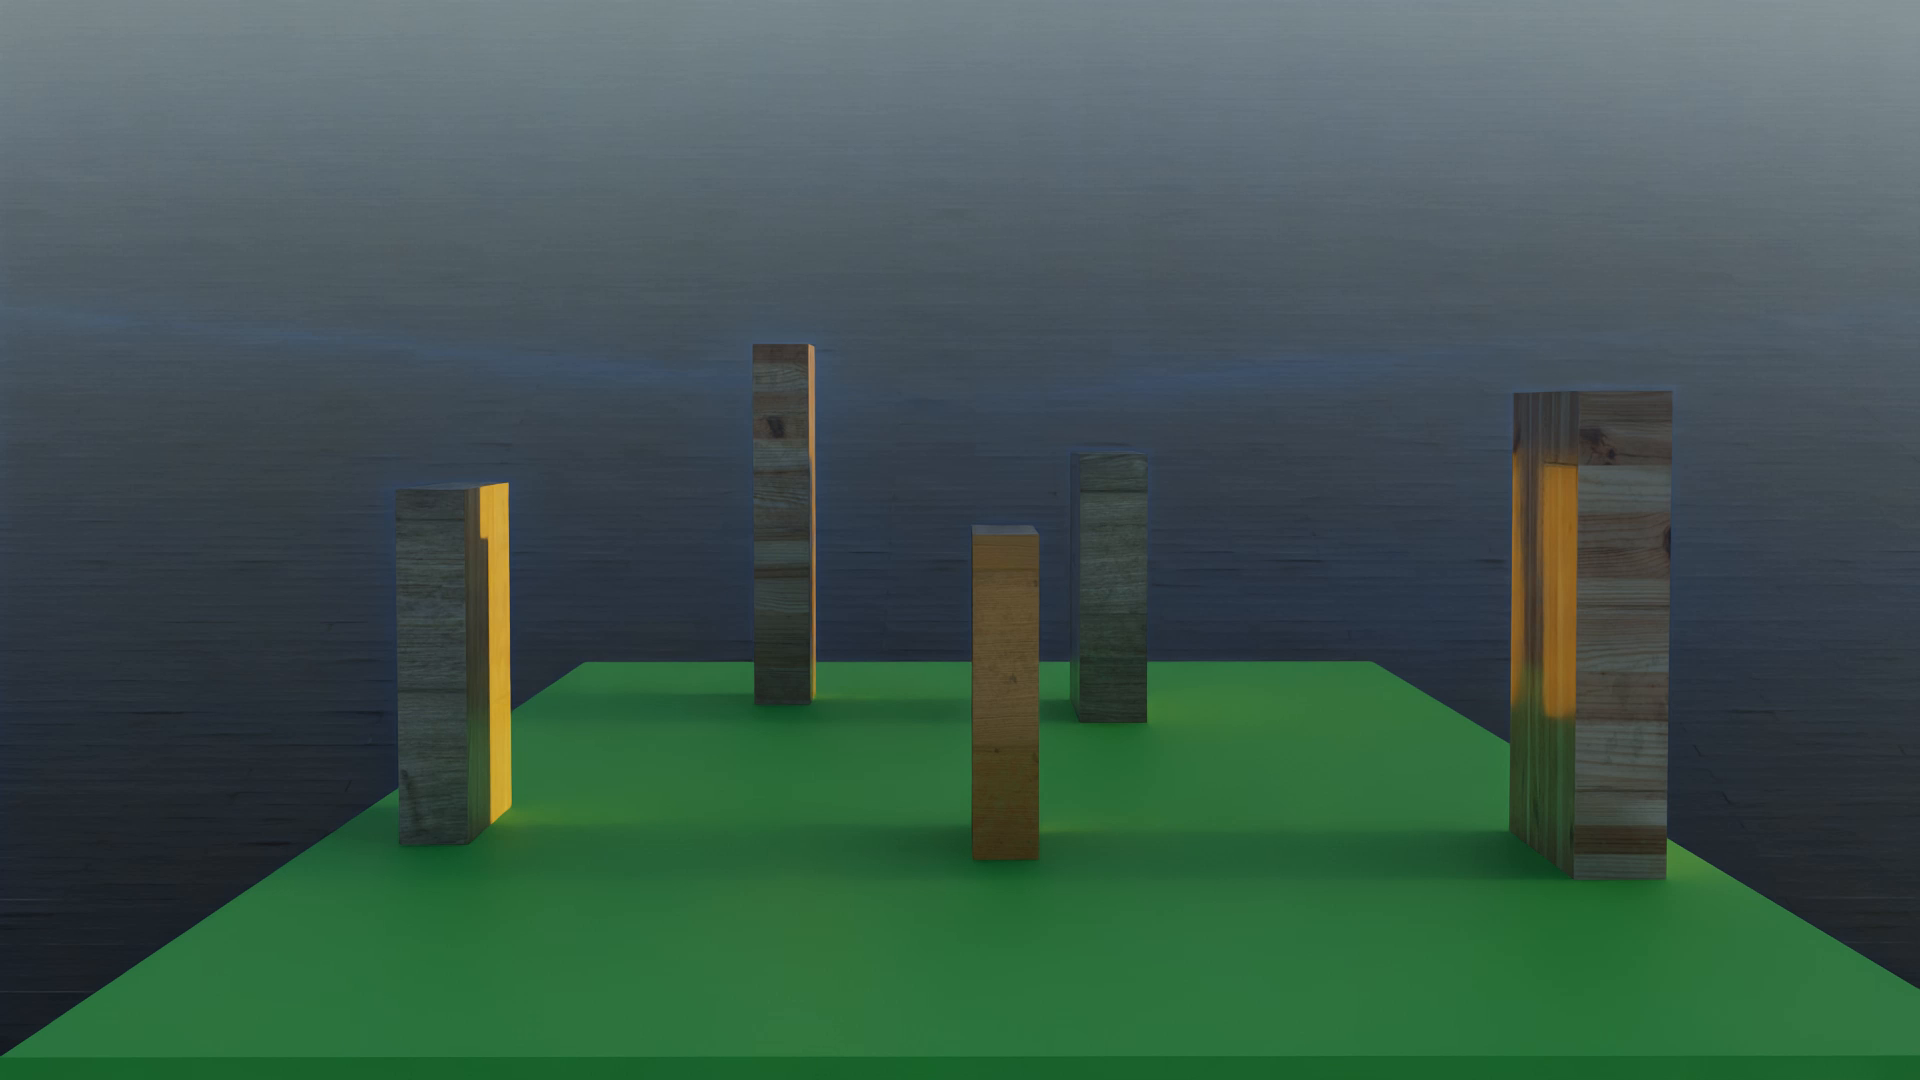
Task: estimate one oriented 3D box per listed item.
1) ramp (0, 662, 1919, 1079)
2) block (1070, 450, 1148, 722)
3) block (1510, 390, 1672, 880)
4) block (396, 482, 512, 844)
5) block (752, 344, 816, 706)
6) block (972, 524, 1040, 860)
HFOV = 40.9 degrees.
[{"bbox_3d":[0.051,0.459,4.533,2.000,0.100,4.000,0,3,0],"label":"ramp"},{"bbox_3d":[0.312,0.088,5.453,0.137,0.547,0.440,0,3,0],"label":"block"},{"bbox_3d":[0.894,0.120,3.674,0.125,0.662,0.407,0,3,0],"label":"block"},{"bbox_3d":[-0.773,0.178,3.944,0.101,0.521,0.370,0,3,0],"label":"block"},{"bbox_3d":[-0.385,-0.038,5.667,0.120,0.780,0.240,0,3,0],"label":"block"},{"bbox_3d":[0.065,0.215,3.791,0.094,0.461,0.313,0,3,0],"label":"block"}]
